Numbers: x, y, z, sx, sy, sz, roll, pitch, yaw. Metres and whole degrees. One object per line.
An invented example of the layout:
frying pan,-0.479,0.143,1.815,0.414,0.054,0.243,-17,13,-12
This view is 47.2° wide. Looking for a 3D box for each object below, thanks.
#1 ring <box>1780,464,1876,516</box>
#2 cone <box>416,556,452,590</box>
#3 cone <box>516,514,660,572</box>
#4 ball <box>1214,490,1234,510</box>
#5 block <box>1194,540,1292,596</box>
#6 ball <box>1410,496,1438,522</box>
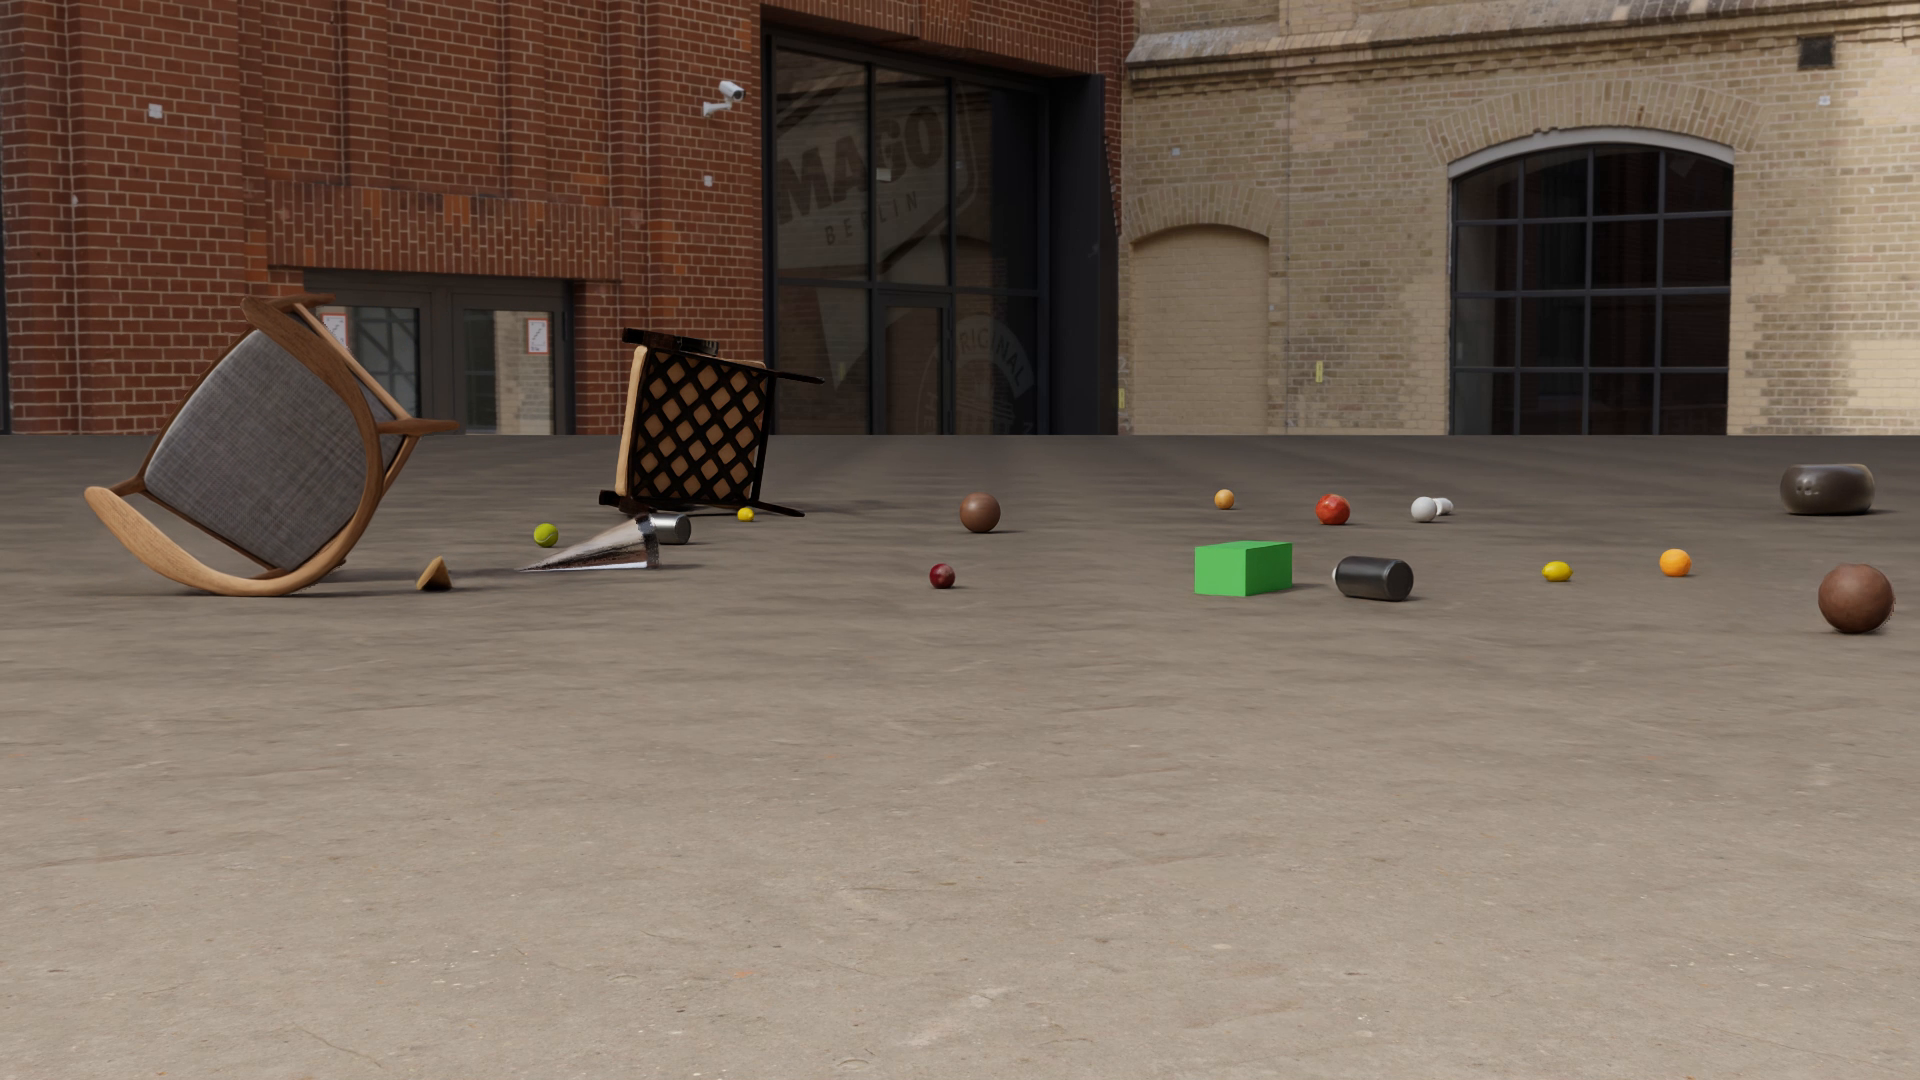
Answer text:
ring,3.131,-0.183,7.933,0.291,0.178,0.535,1,2,39
cone,-1.166,0.091,4.939,0.065,0.093,0.095,37,-23,-22
cone,-0.937,0.039,5.476,0.345,0.138,0.162,-14,-8,-18
ball,0.987,-0.151,8.200,0.076,0.076,0.076,0,4,0
block,0.633,0.062,4.897,0.121,0.102,0.249,2,5,32
ball,1.561,-0.102,7.392,0.088,0.088,0.088,0,4,0
